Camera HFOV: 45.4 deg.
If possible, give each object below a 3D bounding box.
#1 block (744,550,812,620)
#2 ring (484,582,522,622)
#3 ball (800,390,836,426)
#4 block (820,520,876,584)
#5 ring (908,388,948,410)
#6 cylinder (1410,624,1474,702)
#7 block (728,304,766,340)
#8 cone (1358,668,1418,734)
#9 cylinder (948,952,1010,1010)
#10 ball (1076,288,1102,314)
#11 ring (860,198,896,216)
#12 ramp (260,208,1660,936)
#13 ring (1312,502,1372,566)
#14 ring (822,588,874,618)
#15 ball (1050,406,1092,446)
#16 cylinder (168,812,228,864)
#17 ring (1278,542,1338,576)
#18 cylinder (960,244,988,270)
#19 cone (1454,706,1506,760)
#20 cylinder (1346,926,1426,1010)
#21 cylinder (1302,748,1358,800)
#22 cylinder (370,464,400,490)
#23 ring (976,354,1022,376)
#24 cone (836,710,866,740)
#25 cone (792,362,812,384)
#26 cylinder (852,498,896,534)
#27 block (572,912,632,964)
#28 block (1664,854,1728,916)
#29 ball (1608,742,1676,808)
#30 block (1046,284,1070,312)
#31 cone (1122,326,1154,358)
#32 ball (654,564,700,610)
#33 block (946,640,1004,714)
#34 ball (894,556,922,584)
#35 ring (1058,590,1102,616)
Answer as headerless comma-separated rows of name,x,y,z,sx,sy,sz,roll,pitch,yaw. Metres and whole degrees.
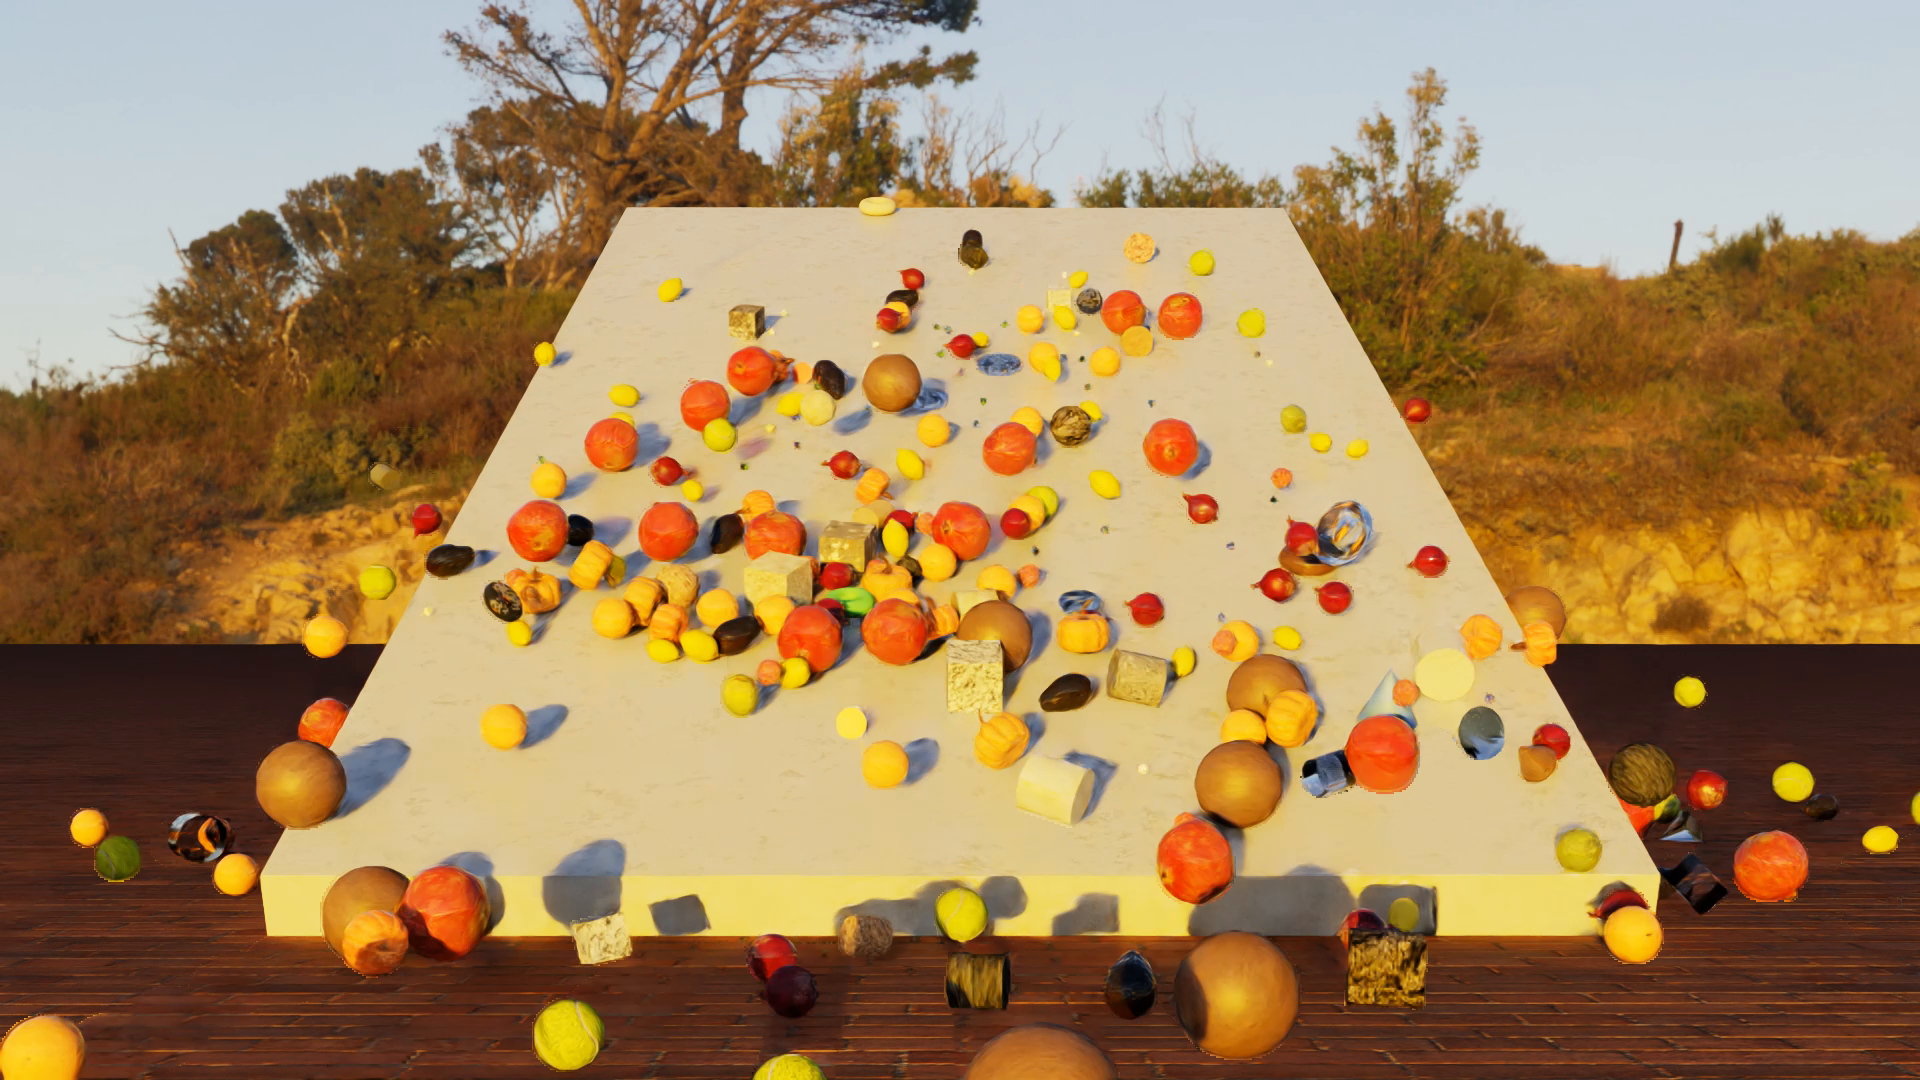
block,-0.328,0.082,4.145,0.088,0.088,0.088,11,24,24
ring,-0.791,0.107,3.970,0.027,0.080,0.080,-40,-19,21
ball,-0.300,-0.280,4.852,0.076,0.076,0.076,0,-2,0
block,-0.210,0.022,4.298,0.086,0.086,0.086,5,22,12
ring,-0.072,-0.322,5.229,0.092,0.031,0.092,0,23,0
cylinder,0.805,0.205,3.829,0.096,0.096,0.096,0,22,7
block,-0.531,-0.544,5.727,0.069,0.069,0.069,6,23,15
cone,0.696,0.250,3.718,0.098,0.098,0.098,0,22,0
cylinder,0.021,0.486,2.530,0.060,0.060,0.060,1,-2,10
ball,0.334,-0.614,5.909,0.067,0.067,0.067,0,-2,0
ring,-0.248,-1.007,6.925,0.113,0.038,0.113,1,22,0
ramp,-0.006,-0.220,5.150,2.000,0.100,4.000,0,22,0
ring,0.709,-0.013,4.261,0.044,0.131,0.131,33,-21,-33
ring,-0.201,0.113,4.144,0.094,0.031,0.094,-1,23,0
ball,0.240,-0.247,4.965,0.089,0.089,0.089,0,-2,0
cylinder,-1.464,0.571,4.405,0.091,0.091,0.091,1,-4,-30
ring,0.659,0.035,4.333,0.115,0.038,0.115,0,21,0
cylinder,0.038,-0.784,6.343,0.058,0.058,0.058,1,20,-24
cone,0.807,0.308,3.651,0.085,0.085,0.085,1,-6,-20
cylinder,0.494,0.496,2.663,0.086,0.086,0.086,5,-1,11
cylinder,0.565,0.356,3.502,0.060,0.060,0.060,-27,15,-36
cylinder,-1.362,-0.150,5.436,0.051,0.051,0.051,25,15,40
ring,0.093,-0.417,5.460,0.109,0.036,0.109,0,21,0
cone,-0.169,0.296,3.699,0.051,0.051,0.051,-1,0,15
cone,-0.362,-0.388,5.400,0.052,0.052,0.052,-1,-4,17
cylinder,-0.167,-0.043,4.487,0.063,0.063,0.063,-2,16,34
block,-0.469,0.523,3.011,0.055,0.055,0.055,-11,-5,-27
block,1.141,0.534,3.554,0.056,0.056,0.056,45,6,-27
ball,1.040,0.357,3.496,0.099,0.099,0.099,0,-2,0
block,0.256,-0.629,5.963,0.055,0.055,0.055,-2,22,-4
cone,0.428,-0.478,5.613,0.079,0.079,0.079,0,-7,-5
ball,-0.512,0.085,4.143,0.083,0.083,0.083,0,-2,0
block,0.024,0.225,3.786,0.090,0.090,0.090,-1,22,-2
ball,-0.097,0.057,4.256,0.052,0.052,0.052,0,-2,0
ring,0.217,0.114,4.148,0.082,0.027,0.082,1,21,0
